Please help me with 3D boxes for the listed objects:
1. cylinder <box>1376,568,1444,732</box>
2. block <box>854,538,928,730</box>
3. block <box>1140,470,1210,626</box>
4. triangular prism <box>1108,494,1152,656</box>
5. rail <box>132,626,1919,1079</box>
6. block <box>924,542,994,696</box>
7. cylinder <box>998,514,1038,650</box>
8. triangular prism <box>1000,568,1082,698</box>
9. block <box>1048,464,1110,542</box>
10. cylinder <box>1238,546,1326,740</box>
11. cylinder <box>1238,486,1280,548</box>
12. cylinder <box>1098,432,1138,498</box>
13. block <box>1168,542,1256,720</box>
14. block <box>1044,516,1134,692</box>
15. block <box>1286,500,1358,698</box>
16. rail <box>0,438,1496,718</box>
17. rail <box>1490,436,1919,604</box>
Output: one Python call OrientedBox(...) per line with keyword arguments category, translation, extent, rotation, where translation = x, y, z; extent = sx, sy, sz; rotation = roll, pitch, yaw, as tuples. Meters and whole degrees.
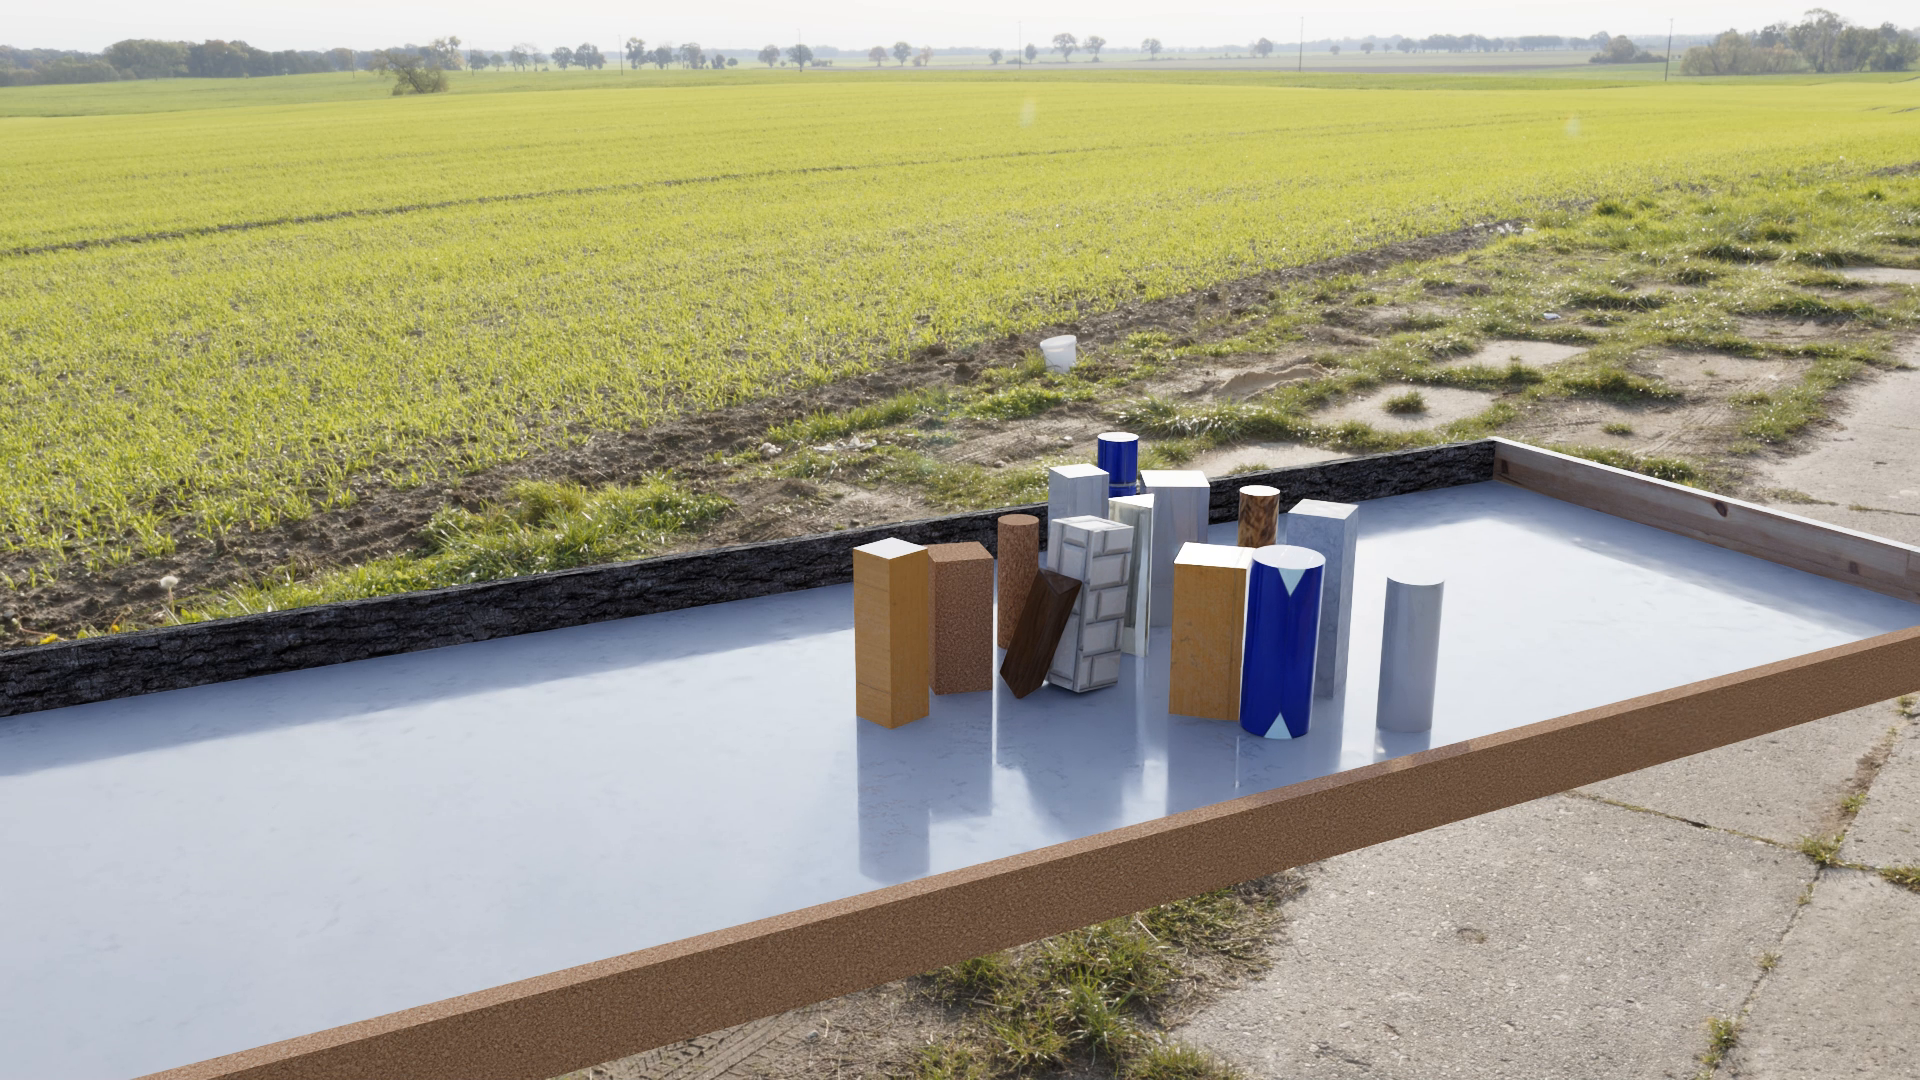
OrientedBox(category="cylinder", translation=(1.047, 0.257, 3.841), extent=(0.130, 0.361, 0.130), rotation=(0, 16, 0))
OrientedBox(category="block", translation=(-0.161, 0.218, 3.874), extent=(0.123, 0.416, 0.123), rotation=(16, 22, 42))
OrientedBox(category="block", translation=(0.587, 0.023, 4.571), extent=(0.171, 0.399, 0.171), rotation=(0, 16, 1))
OrientedBox(category="triangular prism", translation=(0.470, 0.088, 4.335), extent=(0.128, 0.407, 0.111), rotation=(13, 21, 37))
OrientedBox(category="rail", translation=(-2.336, 1.006, 1.665), extent=(12.000, 0.150, 0.050), rotation=(-9, 18, -27))
OrientedBox(category="block", translation=(-0.007, 0.193, 4.093), extent=(0.146, 0.342, 0.146), rotation=(-4, 17, -13))
OrientedBox(category="cylinder", translation=(0.153, 0.112, 4.361), extent=(0.108, 0.345, 0.108), rotation=(0, 16, 0))
OrientedBox(category="triangular prism", translation=(0.182, 0.221, 4.021), extent=(0.095, 0.312, 0.110), rotation=(32, 30, 24))
OrientedBox(category="block", translation=(0.327, 0.008, 4.592), extent=(0.123, 0.415, 0.123), rotation=(-7, 18, -22))
OrientedBox(category="cylinder", translation=(0.741, 0.235, 3.805), extent=(0.165, 0.416, 0.165), rotation=(1, 19, 0))
OrientedBox(category="cylinder", translation=(0.773, 0.081, 4.312), extent=(0.101, 0.433, 0.101), rotation=(0, 16, 0))
OrientedBox(category="cylinder", translation=(0.455, -0.078, 4.811), extent=(0.116, 0.456, 0.116), rotation=(0, 16, 0))
OrientedBox(category="block", translation=(0.602, 0.217, 3.944), extent=(0.167, 0.378, 0.167), rotation=(5, 17, 16))
OrientedBox(category="block", translation=(0.309, 0.156, 4.087), extent=(0.144, 0.403, 0.144), rotation=(-7, 16, -44))
OrientedBox(category="block", translation=(0.882, 0.143, 4.063), extent=(0.138, 0.455, 0.138), rotation=(8, 18, 25))
OrientedBox(category="rail", translation=(-3.305, 0.497, 3.399), extent=(12.000, 0.150, 0.050), rotation=(-9, 18, -27))
OrientedBox(category="rail", translation=(2.466, -0.048, 5.253), extent=(0.050, 0.150, 2.100), rotation=(-9, 18, -27))
